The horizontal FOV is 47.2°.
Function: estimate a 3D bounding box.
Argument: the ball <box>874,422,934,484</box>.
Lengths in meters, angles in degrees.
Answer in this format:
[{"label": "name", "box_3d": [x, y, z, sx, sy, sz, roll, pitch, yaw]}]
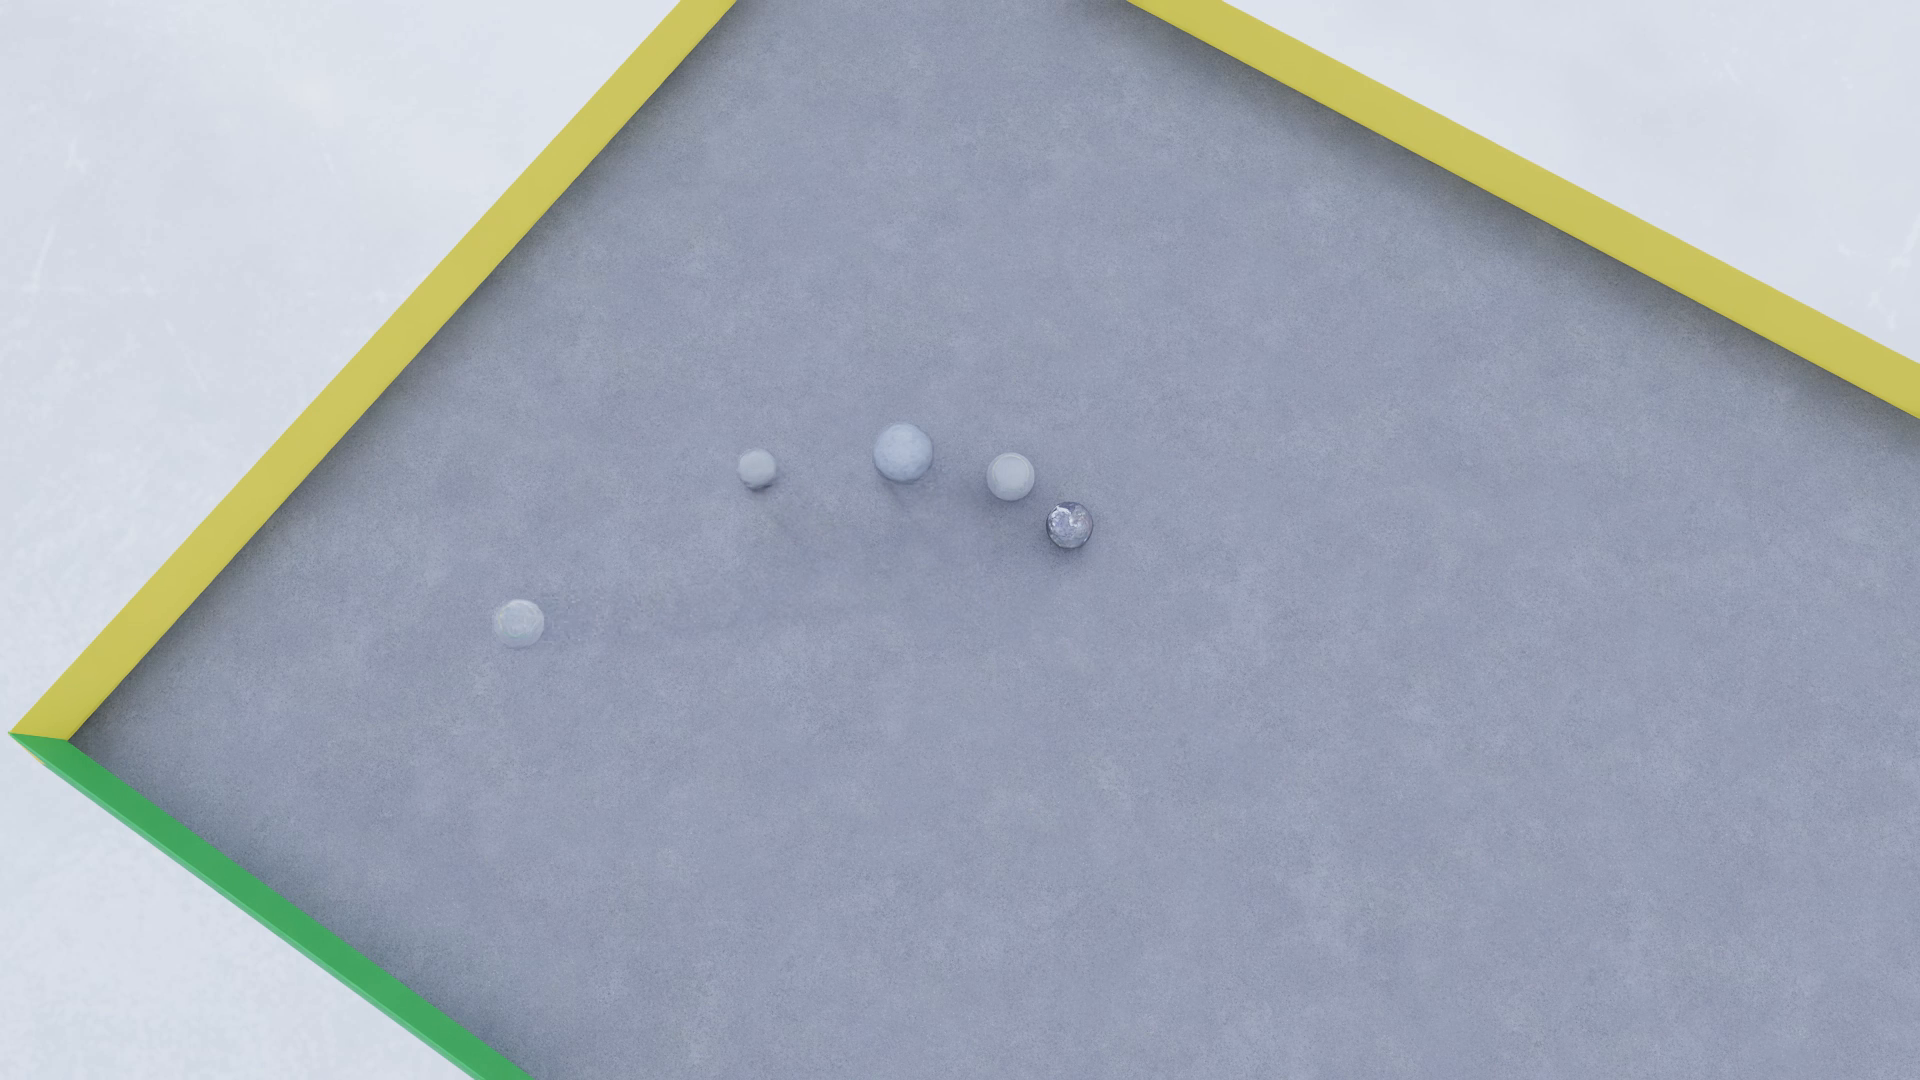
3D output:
[{"label": "ball", "box_3d": [-0.093, -0.144, 3.634, 0.100, 0.100, 0.100, 0, 65, 0]}]

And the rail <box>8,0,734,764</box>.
[{"label": "rail", "box_3d": [-0.802, -0.501, 3.787, 0.045, 0.130, 2.231, 31, 68, 14]}]

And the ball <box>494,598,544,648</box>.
[{"label": "ball", "box_3d": [-0.704, 0.133, 3.514, 0.079, 0.079, 0.079, 0, 65, 0]}]

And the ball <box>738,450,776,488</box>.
[{"label": "ball", "box_3d": [-0.335, -0.118, 3.642, 0.064, 0.064, 0.064, 0, 65, 0]}]

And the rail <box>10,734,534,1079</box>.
[{"label": "rail", "box_3d": [0.209, 1.307, 2.925, 3.966, 0.130, 0.045, 31, 68, 14]}]

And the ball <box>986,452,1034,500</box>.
[{"label": "ball", "box_3d": [0.083, -0.105, 3.627, 0.080, 0.080, 0.080, 0, 65, 0]}]

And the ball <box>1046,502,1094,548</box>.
[{"label": "ball", "box_3d": [0.179, -0.024, 3.590, 0.078, 0.078, 0.078, 0, 65, 0]}]

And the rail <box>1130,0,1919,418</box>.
[{"label": "rail", "box_3d": [1.433, -0.326, 3.703, 3.966, 0.130, 0.045, 31, 68, 14]}]
